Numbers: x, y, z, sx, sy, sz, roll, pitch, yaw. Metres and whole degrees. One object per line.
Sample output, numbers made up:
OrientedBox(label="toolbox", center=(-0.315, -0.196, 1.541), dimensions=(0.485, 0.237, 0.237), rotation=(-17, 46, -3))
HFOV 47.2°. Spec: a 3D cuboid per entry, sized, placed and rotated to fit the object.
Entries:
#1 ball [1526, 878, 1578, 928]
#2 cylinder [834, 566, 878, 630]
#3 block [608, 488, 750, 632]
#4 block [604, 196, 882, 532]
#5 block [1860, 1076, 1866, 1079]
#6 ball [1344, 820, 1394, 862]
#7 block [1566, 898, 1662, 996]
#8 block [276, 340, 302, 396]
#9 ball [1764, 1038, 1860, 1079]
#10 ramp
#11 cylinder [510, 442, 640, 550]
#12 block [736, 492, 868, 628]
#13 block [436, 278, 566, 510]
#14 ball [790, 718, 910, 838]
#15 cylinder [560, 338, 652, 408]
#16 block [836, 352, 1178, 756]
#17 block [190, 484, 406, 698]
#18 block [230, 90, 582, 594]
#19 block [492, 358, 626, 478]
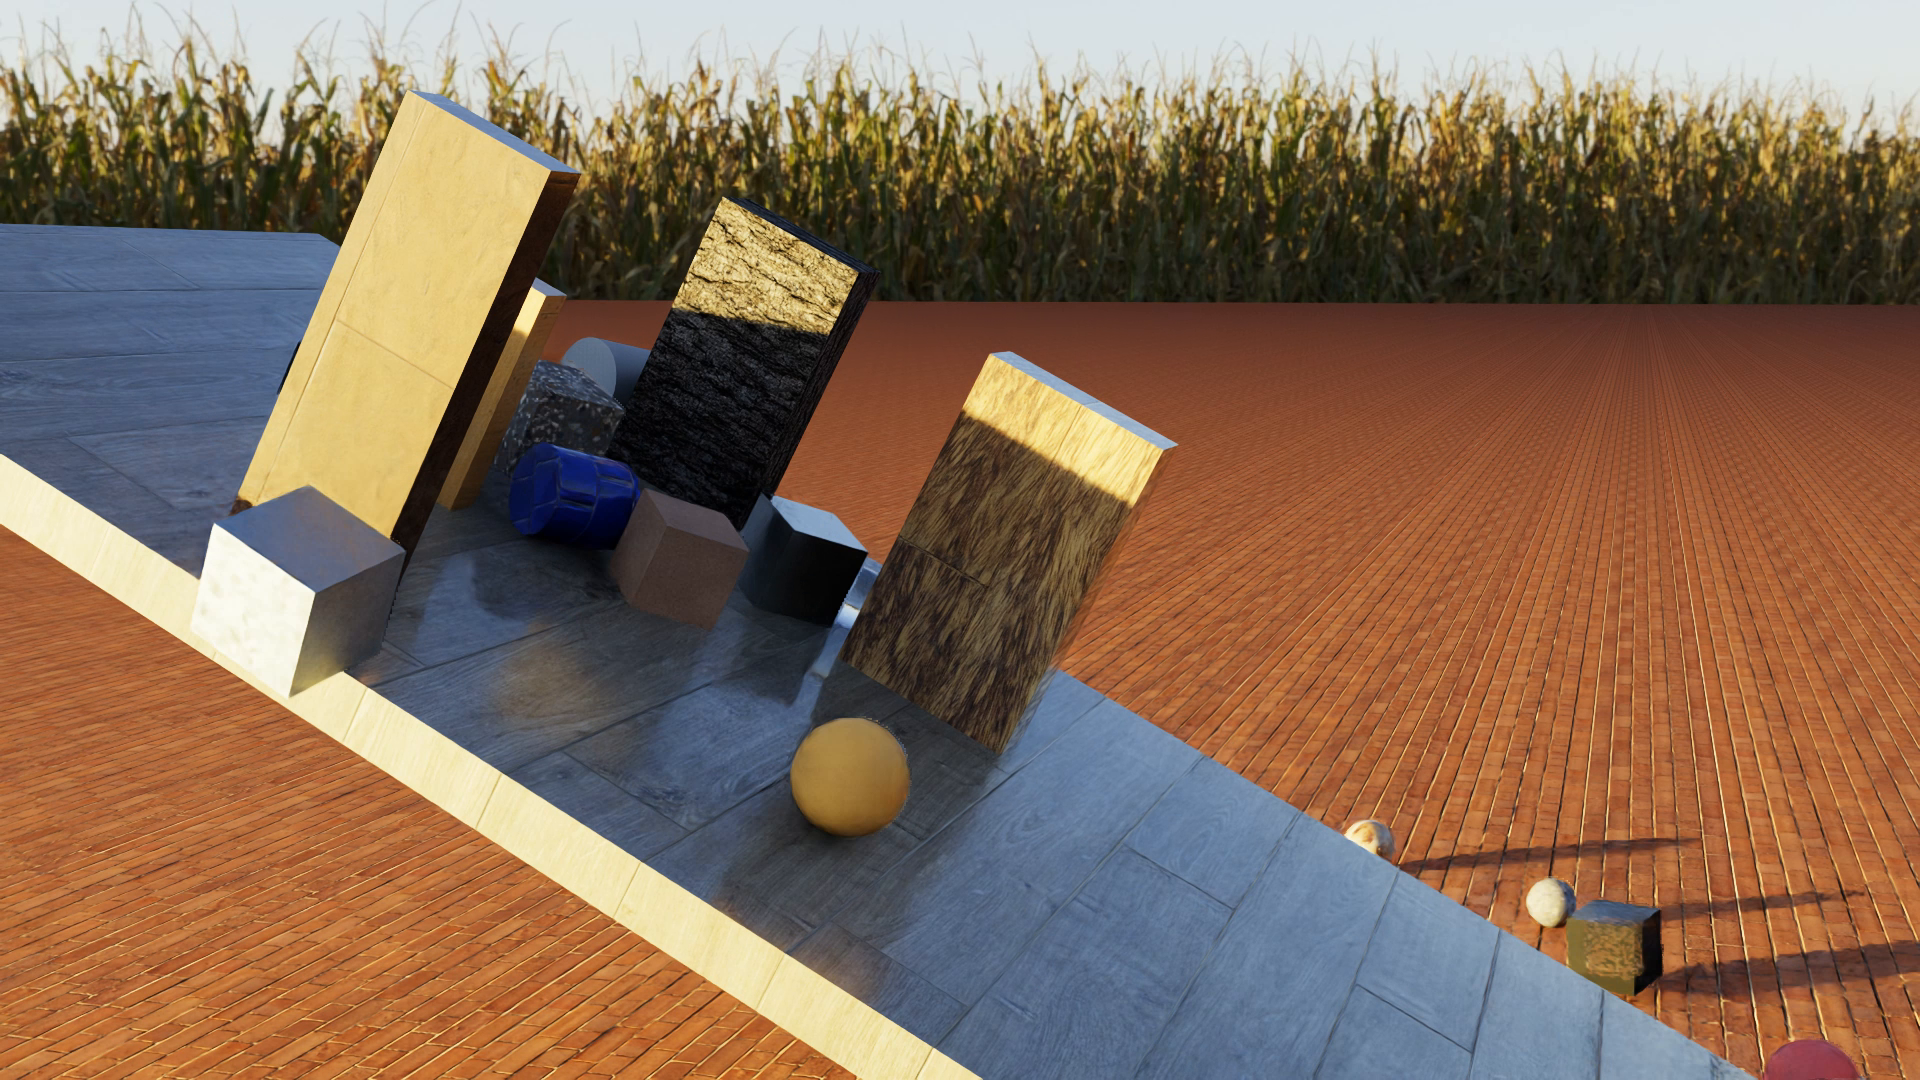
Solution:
OrientedBox(label="ball", center=(1.681, 1.031, 6.245), dimensions=(0.139, 0.139, 0.139), rotation=(0, 7, 0))
OrientedBox(label="cylinder", center=(-0.173, 0.142, 4.591), dimensions=(0.134, 0.134, 0.134), rotation=(26, 5, -5))
OrientedBox(label="block", center=(-0.539, 0.037, 4.203), dimensions=(0.176, 0.176, 0.176), rotation=(19, 16, -30))
OrientedBox(label="block", center=(-0.484, -0.387, 4.864), dimensions=(0.352, 0.641, 0.150), rotation=(30, 14, 12))
OrientedBox(label="block", center=(1.871, 1.204, 4.555), dimensions=(0.130, 0.130, 0.130), rotation=(26, 14, -12))
OrientedBox(label="ball", center=(1.269, 0.949, 6.831), dimensions=(0.160, 0.160, 0.160), rotation=(0, 7, 0))
OrientedBox(label="block", center=(1.686, 1.047, 5.664), dimensions=(0.178, 0.178, 0.178), rotation=(3, 11, 39))
OrientedBox(label="block", center=(-1.241, -0.317, 4.307), dimensions=(0.117, 0.117, 0.117), rotation=(28, 14, 2))
OrientedBox(label="ball", center=(1.745, 1.118, 4.506), dimensions=(0.187, 0.187, 0.187), rotation=(0, 7, 0))
OrientedBox(label="ramp", center=(-0.225, 0.374, 4.149), dimensions=(4.000, 0.100, 2.000), rotation=(30, 14, 12))
OrientedBox(label="cylinder", center=(-0.745, -0.082, 4.250), dimensions=(0.179, 0.179, 0.179), rotation=(14, -4, -42))
OrientedBox(label="block", center=(-0.339, 0.041, 4.544), dimensions=(0.183, 0.183, 0.183), rotation=(17, 17, -35))
OrientedBox(label="block", center=(-0.988, -0.339, 4.154), dimensions=(0.336, 0.453, 0.084), rotation=(30, 14, 12))
OrientedBox(label="ball", center=(-0.179, 0.386, 3.579), dimensions=(0.194, 0.194, 0.194), rotation=(0, 7, 0))
OrientedBox(label="cylinder", center=(-0.786, -0.348, 5.069), dimensions=(0.207, 0.207, 0.207), rotation=(6, -2, 39))
OrientedBox(label="block", center=(0.090, 0.024, 4.350), dimensions=(0.386, 0.687, 0.146), rotation=(30, 14, 12))
OrientedBox(label="block", center=(-0.979, 0.074, 3.254), dimensions=(0.195, 0.195, 0.195), rotation=(32, 30, 15))
OrientedBox(label="block", center=(-0.885, -0.285, 3.456), dimensions=(0.270, 0.786, 0.101), rotation=(30, 14, 12))
OrientedBox(label="block", center=(-0.863, -0.245, 4.578), dimensions=(0.198, 0.198, 0.198), rotation=(13, 20, -44))
